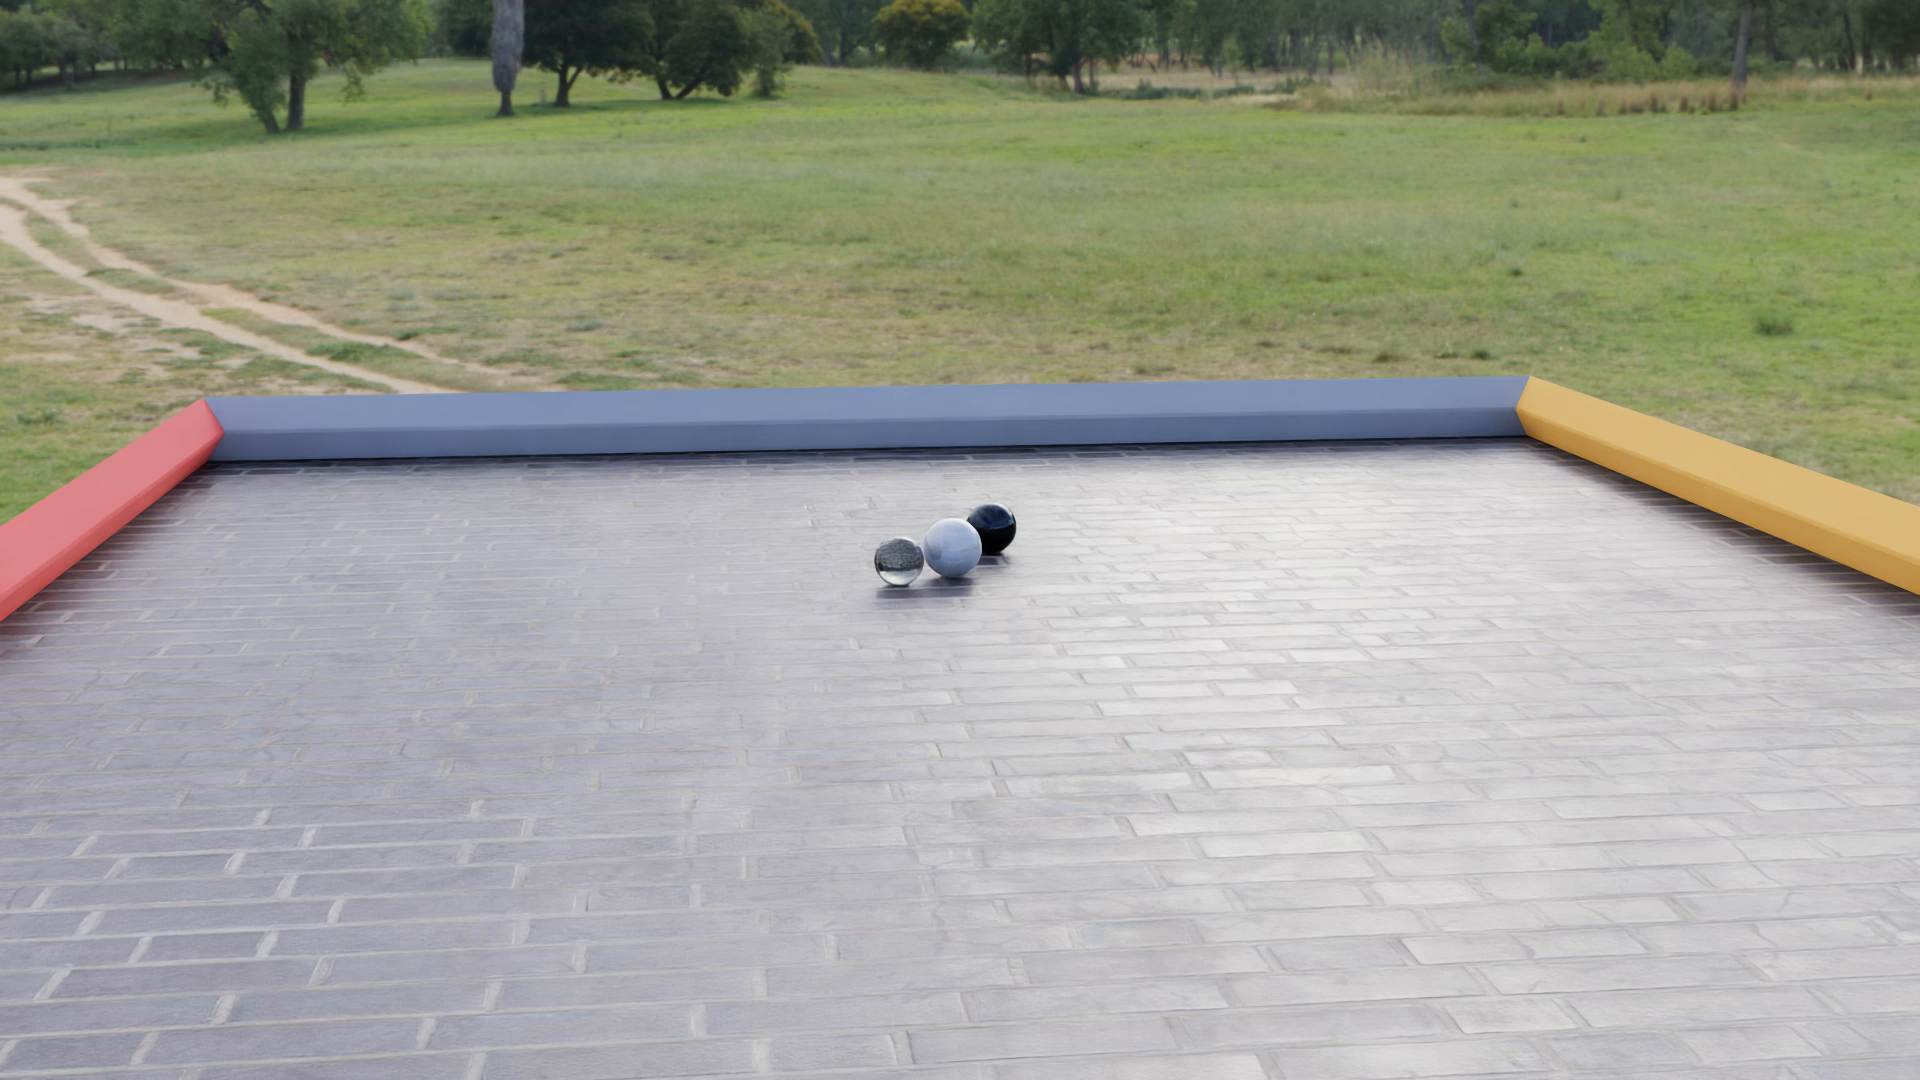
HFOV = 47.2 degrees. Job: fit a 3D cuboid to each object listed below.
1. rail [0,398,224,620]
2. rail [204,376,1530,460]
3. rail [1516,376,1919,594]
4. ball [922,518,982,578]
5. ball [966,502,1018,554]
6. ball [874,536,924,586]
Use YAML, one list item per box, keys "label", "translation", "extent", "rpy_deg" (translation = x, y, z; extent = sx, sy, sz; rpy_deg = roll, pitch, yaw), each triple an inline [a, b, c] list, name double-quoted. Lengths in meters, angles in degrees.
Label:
- label: "rail"
  translation: [-1.131, 0.230, 1.993]
  extent: [0.045, 0.119, 4.433]
  rpy_deg: [-1, 12, -7]
- label: "rail"
  translation: [-0.133, -0.236, 4.278]
  extent: [2.598, 0.119, 0.045]
  rpy_deg: [-1, 12, -7]
- label: "rail"
  translation: [1.401, 0.168, 2.299]
  extent: [0.045, 0.119, 4.433]
  rpy_deg: [-1, 12, -7]
- label: "ball"
  translation: [-0.011, 0.011, 3.156]
  extent: [0.086, 0.086, 0.086]
  rpy_deg: [0, 12, 0]
- label: "ball"
  translation: [0.047, -0.019, 3.322]
  extent: [0.078, 0.078, 0.078]
  rpy_deg: [0, 12, 0]
- label: "ball"
  translation: [-0.086, 0.029, 3.103]
  extent: [0.071, 0.071, 0.071]
  rpy_deg: [0, 12, 0]
